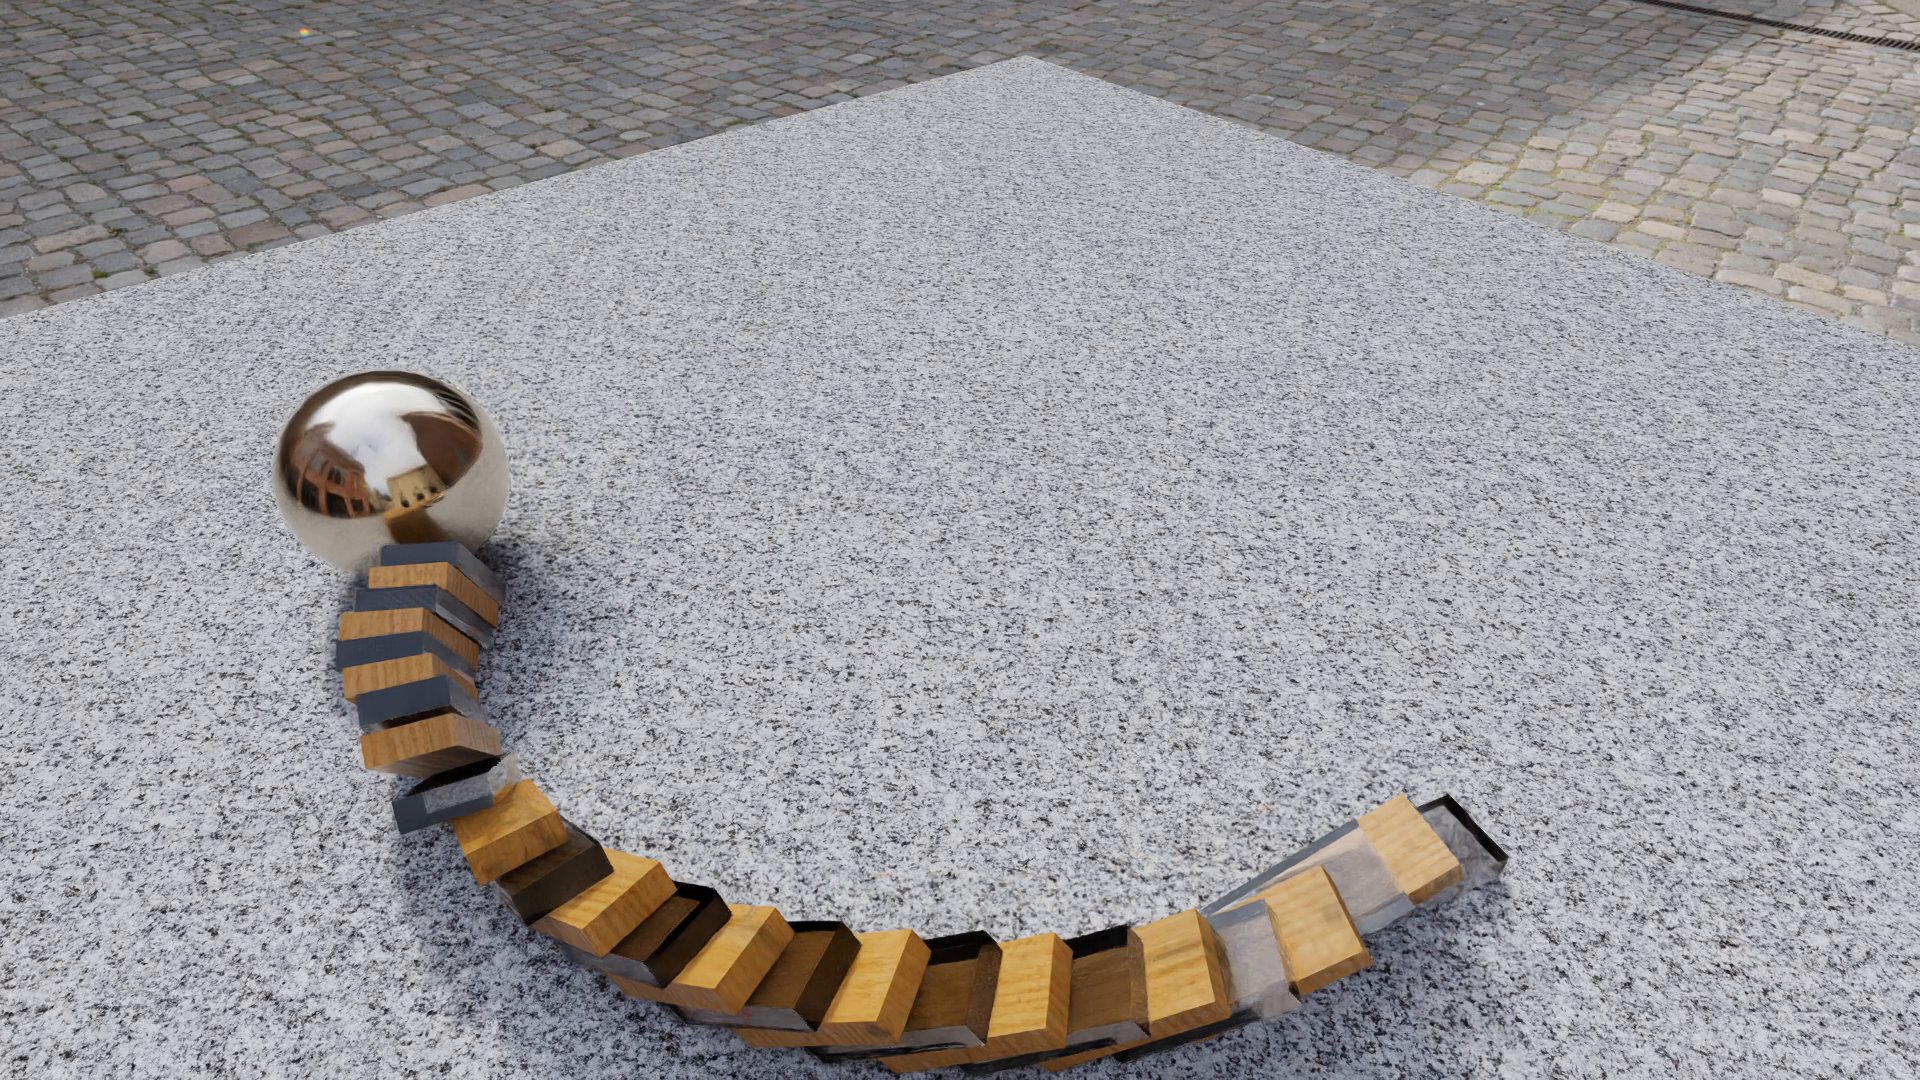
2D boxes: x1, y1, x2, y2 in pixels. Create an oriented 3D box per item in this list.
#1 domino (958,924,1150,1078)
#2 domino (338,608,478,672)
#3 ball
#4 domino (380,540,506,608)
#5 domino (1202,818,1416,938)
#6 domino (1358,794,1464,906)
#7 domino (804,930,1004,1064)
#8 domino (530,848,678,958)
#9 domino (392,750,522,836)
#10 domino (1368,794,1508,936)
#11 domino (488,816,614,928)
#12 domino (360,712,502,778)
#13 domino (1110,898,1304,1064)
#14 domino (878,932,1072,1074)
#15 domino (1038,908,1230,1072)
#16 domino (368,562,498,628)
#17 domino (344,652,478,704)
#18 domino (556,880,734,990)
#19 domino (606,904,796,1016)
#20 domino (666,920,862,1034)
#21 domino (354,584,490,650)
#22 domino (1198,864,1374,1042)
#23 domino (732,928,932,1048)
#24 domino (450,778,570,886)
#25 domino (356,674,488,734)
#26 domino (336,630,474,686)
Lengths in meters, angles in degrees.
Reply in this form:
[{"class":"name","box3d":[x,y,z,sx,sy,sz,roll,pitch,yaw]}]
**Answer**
[{"class":"domino","box3d":[0.023,0.118,0.280,0.050,0.009,0.025,-24,34,22]},{"class":"domino","box3d":[-0.184,0.035,0.370,0.025,0.050,0.009,-4,71,-5]},{"class":"ball","box3d":[-0.214,-0.024,0.418,0.080,0.080,0.080,0,39,0]},{"class":"domino","box3d":[-0.185,0.014,0.396,0.025,0.050,0.010,-4,71,-5]},{"class":"domino","box3d":[0.094,0.101,0.300,0.050,0.009,0.025,-35,41,9]},{"class":"domino","box3d":[0.111,0.096,0.310,0.050,0.009,0.025,-32,43,3]},{"class":"domino","box3d":[-0.015,0.117,0.281,0.050,0.010,0.025,-21,31,28]},{"class":"domino","box3d":[-0.101,0.098,0.303,0.050,0.010,0.025,-9,23,48]},{"class":"domino","box3d":[-0.149,0.074,0.328,0.025,0.010,0.050,-16,0,-14]},{"class":"domino","box3d":[0.133,0.096,0.326,0.050,0.010,0.025,-15,42,-18]},{"class":"domino","box3d":[-0.118,0.092,0.311,0.025,0.009,0.050,-29,14,-31]},{"class":"domino","box3d":[-0.160,0.063,0.336,0.025,0.050,0.010,-14,77,-12]},{"class":"domino","box3d":[0.060,0.114,0.284,0.050,0.010,0.025,-27,36,18]},{"class":"domino","box3d":[0.004,0.118,0.279,0.050,0.010,0.025,-22,32,26]},{"class":"domino","box3d":[0.042,0.116,0.282,0.050,0.010,0.025,-27,36,19]},{"class":"domino","box3d":[-0.184,0.021,0.388,0.025,0.050,0.009,-4,71,-5]},{"class":"domino","box3d":[-0.175,0.049,0.353,0.025,0.050,0.009,-10,71,-11]},{"class":"domino","box3d":[-0.086,0.104,0.296,0.050,0.010,0.025,-11,25,45]},{"class":"domino","box3d":[-0.069,0.109,0.290,0.050,0.010,0.025,-13,26,41]},{"class":"domino","box3d":[-0.051,0.113,0.285,0.050,0.009,0.025,-16,27,37]},{"class":"domino","box3d":[-0.184,0.028,0.379,0.025,0.050,0.009,-4,71,-5]},{"class":"domino","box3d":[0.079,0.109,0.290,0.050,0.010,0.025,-31,40,13]},{"class":"domino","box3d":[-0.033,0.115,0.282,0.050,0.010,0.025,-18,29,33]},{"class":"domino","box3d":[-0.132,0.084,0.320,0.025,0.009,0.050,-25,11,-27]},{"class":"domino","box3d":[-0.167,0.056,0.345,0.025,0.050,0.009,-13,72,-15]},{"class":"domino","box3d":[-0.181,0.043,0.361,0.025,0.050,0.009,-7,71,-8]}]
